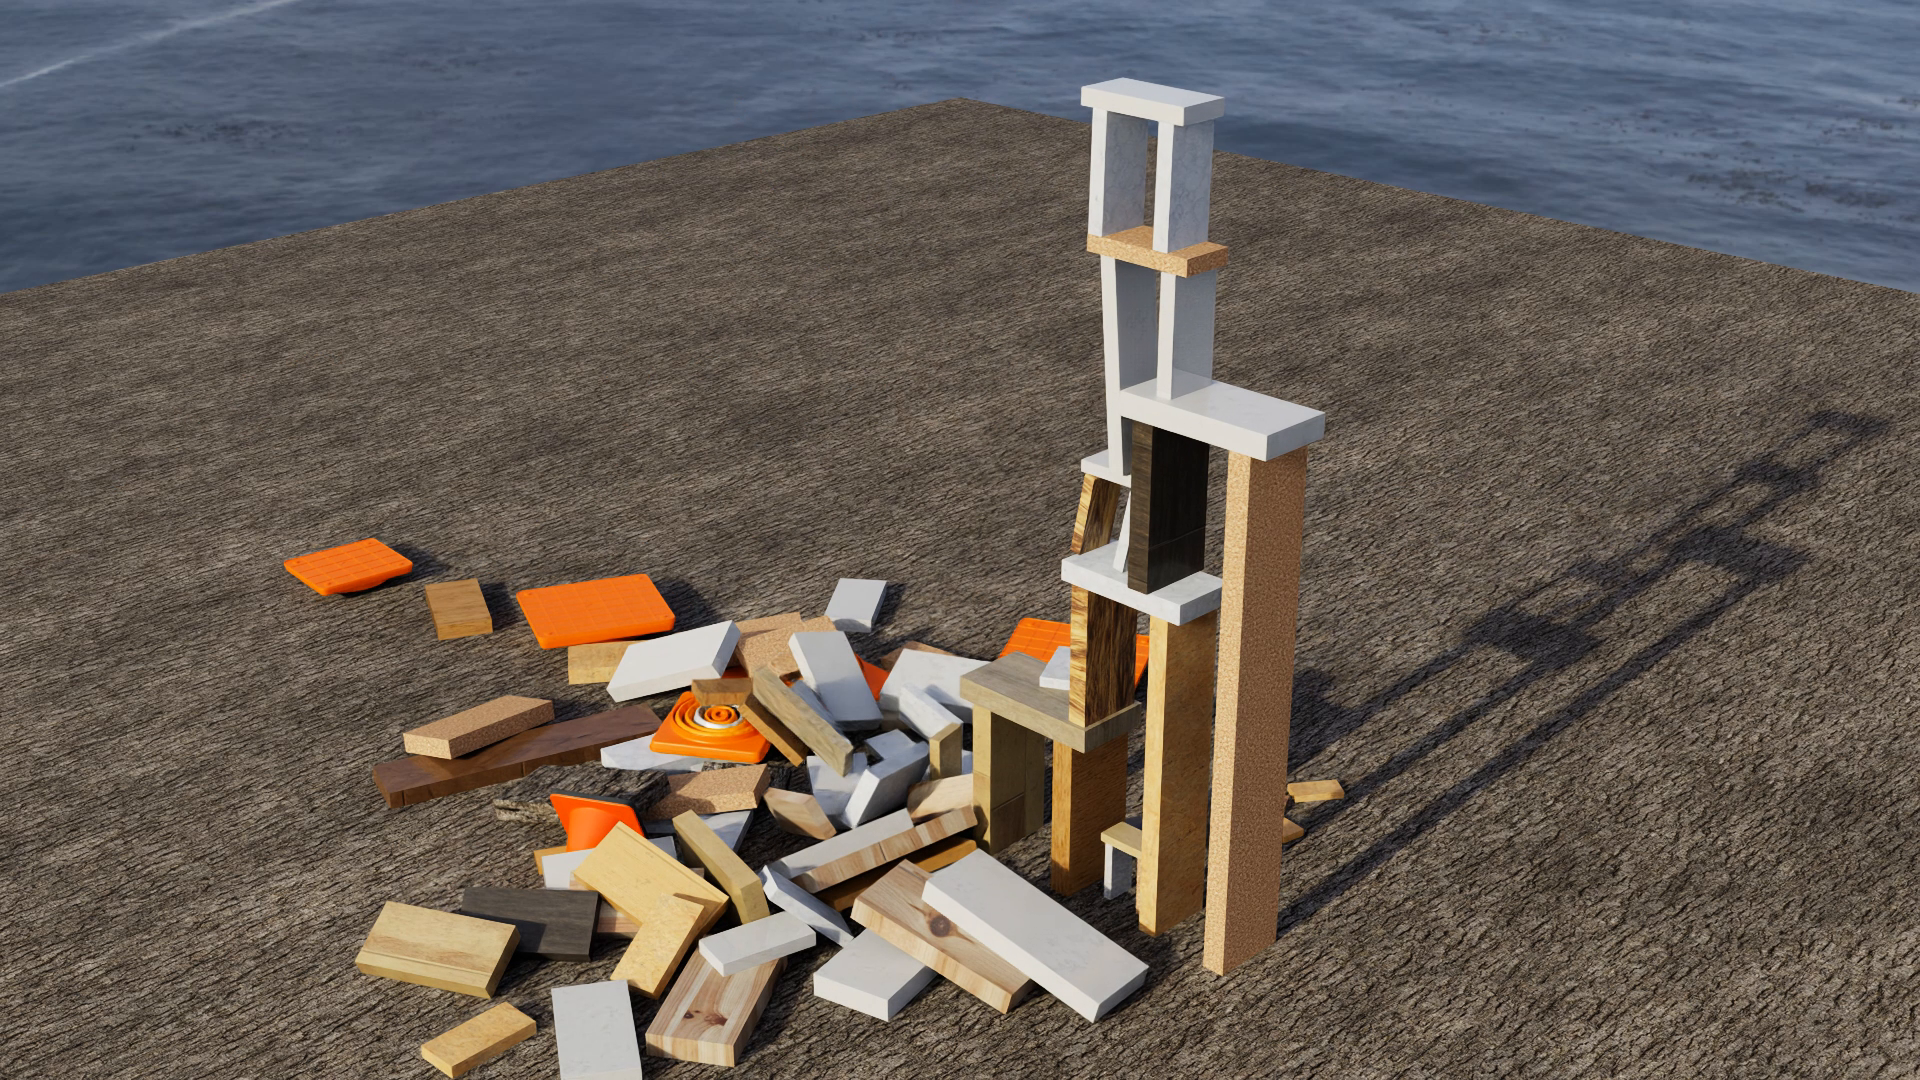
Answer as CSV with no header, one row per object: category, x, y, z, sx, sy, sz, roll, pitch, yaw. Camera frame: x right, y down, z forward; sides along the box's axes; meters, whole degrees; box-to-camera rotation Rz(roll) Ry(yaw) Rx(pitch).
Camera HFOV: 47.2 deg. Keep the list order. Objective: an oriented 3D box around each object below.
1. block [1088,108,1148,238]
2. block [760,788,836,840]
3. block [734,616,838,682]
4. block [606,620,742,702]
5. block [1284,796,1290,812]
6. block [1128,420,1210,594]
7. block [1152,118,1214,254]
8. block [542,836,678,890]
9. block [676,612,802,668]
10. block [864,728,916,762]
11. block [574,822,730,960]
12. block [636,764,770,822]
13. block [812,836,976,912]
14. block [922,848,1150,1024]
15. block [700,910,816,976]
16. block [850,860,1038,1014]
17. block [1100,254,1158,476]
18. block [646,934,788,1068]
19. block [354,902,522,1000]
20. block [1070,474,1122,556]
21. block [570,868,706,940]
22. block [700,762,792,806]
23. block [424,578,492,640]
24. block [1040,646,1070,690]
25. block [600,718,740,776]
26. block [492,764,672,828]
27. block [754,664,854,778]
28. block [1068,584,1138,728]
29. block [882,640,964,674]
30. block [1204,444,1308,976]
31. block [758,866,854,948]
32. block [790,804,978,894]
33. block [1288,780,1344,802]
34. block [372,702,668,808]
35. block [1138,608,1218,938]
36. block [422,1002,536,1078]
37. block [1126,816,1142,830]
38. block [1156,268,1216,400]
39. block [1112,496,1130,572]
block,0.265,-0.622,3.671,0.106,0.212,0.030,-21,32,-40
block,-0.317,0.536,4.305,0.026,0.091,0.183,-40,19,-26
block,-0.374,0.250,4.902,0.232,0.033,0.116,-16,58,-28
block,-0.635,0.269,4.882,0.290,0.041,0.145,-14,34,28
block,0.615,0.533,4.486,0.104,0.015,0.052,8,24,17
block,0.361,-0.075,3.800,0.044,0.310,0.155,21,31,41
block,0.365,-0.584,3.587,0.030,0.212,0.106,22,31,39
block,-0.652,0.638,4.128,0.247,0.035,0.123,-7,60,-16
block,-0.500,0.235,5.016,0.290,0.041,0.145,-10,22,-7
block,-0.139,0.442,4.639,0.079,0.022,0.158,-18,17,-16
block,-0.565,0.640,4.029,0.261,0.037,0.131,31,61,18
block,-0.518,0.507,4.412,0.253,0.036,0.126,-8,19,11
block,-0.123,0.635,4.198,0.332,0.022,0.079,-18,12,-34
block,0.132,0.699,3.915,0.394,0.044,0.154,32,34,27
block,-0.361,0.718,3.923,0.185,0.026,0.093,-14,27,-30
block,-0.011,0.705,3.932,0.338,0.046,0.161,28,33,22
block,0.296,-0.311,3.789,0.030,0.388,0.107,15,27,41
block,-0.419,0.797,3.827,0.154,0.044,0.309,5,23,12
block,-0.931,0.731,3.925,0.261,0.037,0.131,7,49,17
block,0.247,-0.055,3.945,0.079,0.158,0.022,-20,42,-39
block,-0.596,0.670,4.053,0.247,0.035,0.123,-1,58,-1
block,-0.445,0.501,4.519,0.183,0.026,0.091,5,33,6
block,-1.215,0.166,5.324,0.126,0.036,0.253,-8,24,-18
block,0.206,0.246,4.219,0.071,0.020,0.142,7,24,16
block,-0.612,0.451,4.651,0.259,0.037,0.130,-14,27,-29
block,-0.758,0.513,4.408,0.322,0.046,0.161,-1,20,30
block,-0.325,0.373,4.546,0.024,0.086,0.278,-35,63,-30
block,0.263,0.192,4.020,0.138,0.275,0.039,-21,31,-40
block,-0.053,0.294,5.025,0.232,0.033,0.116,16,28,33
block,0.507,0.295,3.798,0.044,0.991,0.155,21,31,41
block,-0.281,0.667,3.997,0.185,0.026,0.093,38,3,-26
block,-0.156,0.599,4.194,0.381,0.041,0.145,-18,-9,-36
block,0.732,0.516,4.525,0.104,0.015,0.052,-4,23,-9
block,-0.924,0.452,4.648,0.600,0.037,0.130,-12,26,-26
block,0.393,0.411,3.971,0.039,0.641,0.138,21,31,41
block,-0.815,0.847,3.732,0.086,0.024,0.173,20,30,39
block,0.396,0.572,4.388,0.142,0.020,0.071,-8,24,-18
block,0.378,-0.350,3.663,0.107,0.214,0.030,-21,31,-40
block,0.318,-0.024,3.872,0.079,0.158,0.022,-22,44,-41
